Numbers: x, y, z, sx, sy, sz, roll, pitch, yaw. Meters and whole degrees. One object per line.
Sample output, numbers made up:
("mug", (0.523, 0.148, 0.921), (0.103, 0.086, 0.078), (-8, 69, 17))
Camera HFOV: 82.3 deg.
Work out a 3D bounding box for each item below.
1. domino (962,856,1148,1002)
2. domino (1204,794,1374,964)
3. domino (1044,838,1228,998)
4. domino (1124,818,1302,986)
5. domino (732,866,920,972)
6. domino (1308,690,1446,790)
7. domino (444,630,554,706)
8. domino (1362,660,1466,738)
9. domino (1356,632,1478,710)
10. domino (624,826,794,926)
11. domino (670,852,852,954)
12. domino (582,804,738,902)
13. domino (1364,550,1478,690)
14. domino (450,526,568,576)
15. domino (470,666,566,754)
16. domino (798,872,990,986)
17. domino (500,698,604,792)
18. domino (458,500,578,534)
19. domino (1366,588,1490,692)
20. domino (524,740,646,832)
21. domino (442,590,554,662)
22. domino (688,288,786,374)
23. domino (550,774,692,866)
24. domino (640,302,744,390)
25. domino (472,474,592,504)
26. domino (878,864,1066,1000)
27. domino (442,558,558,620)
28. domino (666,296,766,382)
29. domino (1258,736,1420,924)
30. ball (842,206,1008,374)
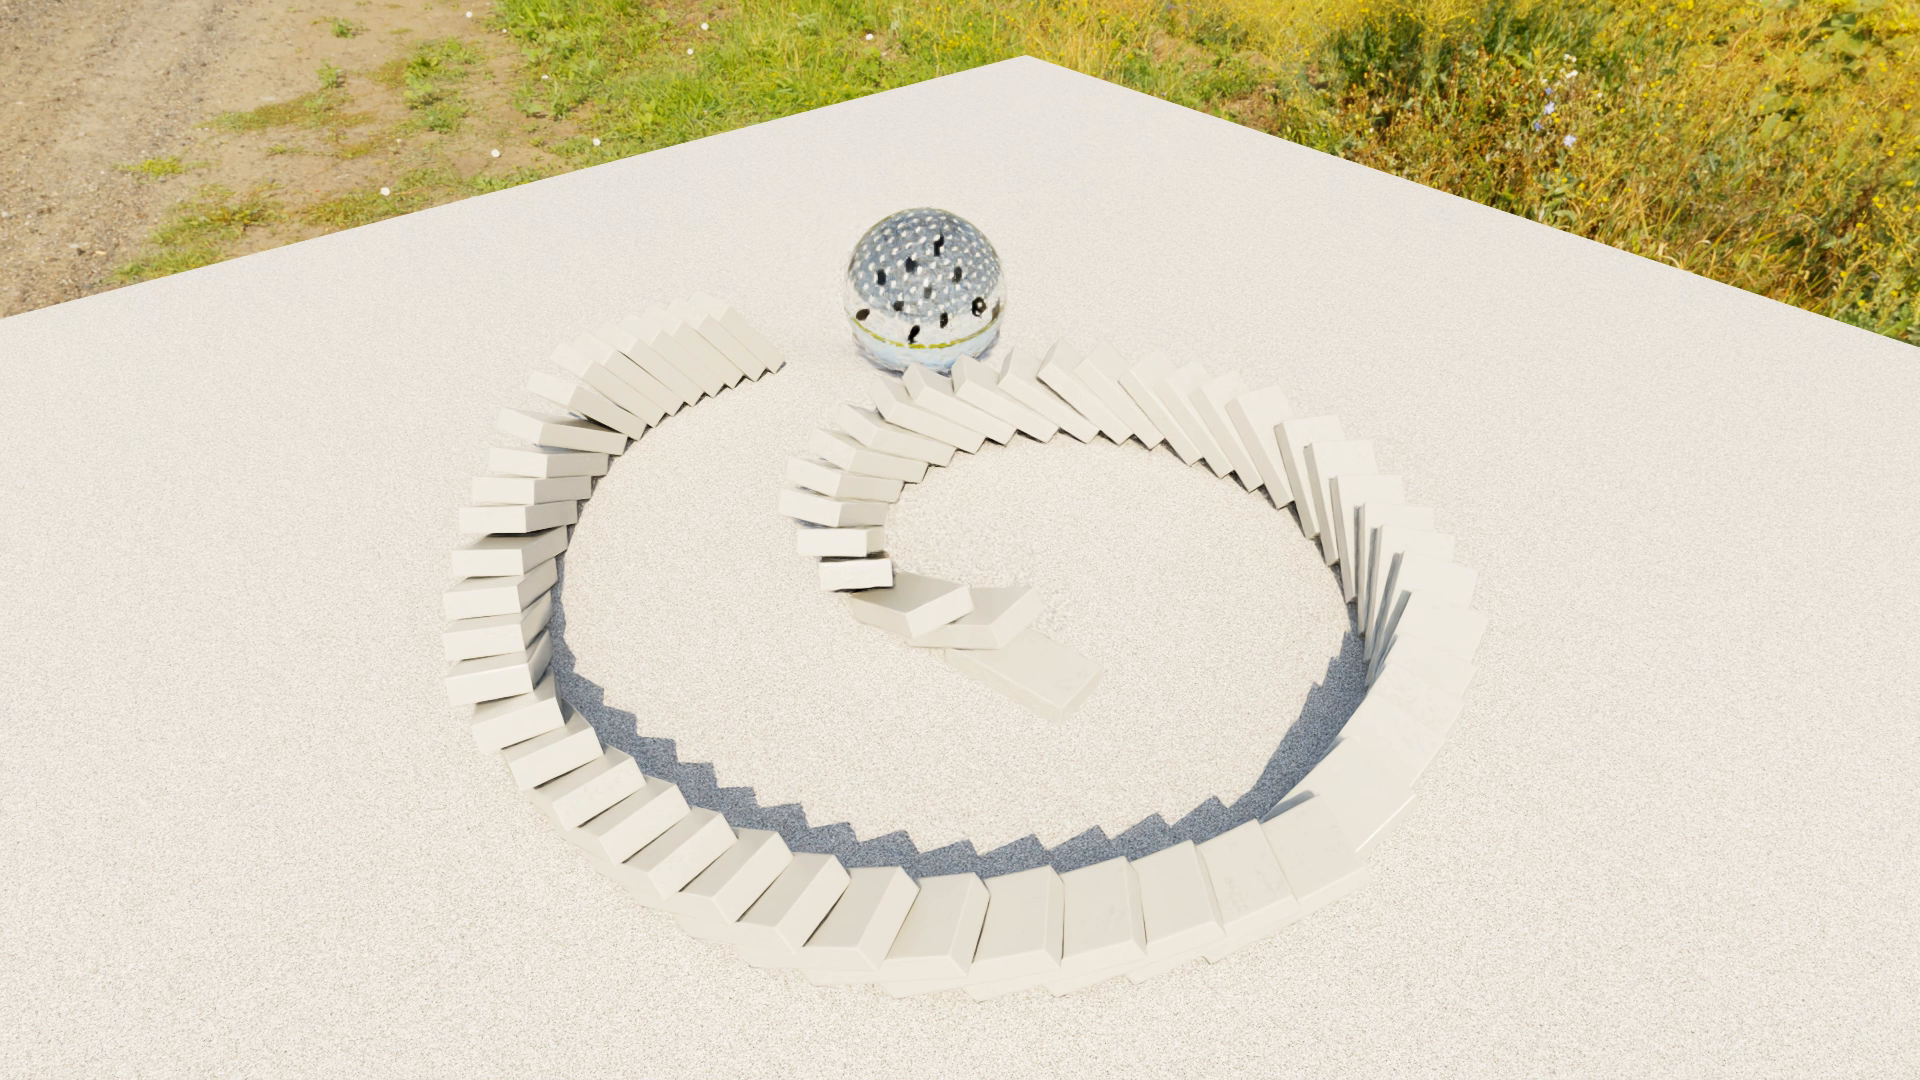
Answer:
("domino", (0.024, 0.105, 0.297), (0.050, 0.009, 0.025), (-23, 36, 19))
("domino", (0.086, 0.095, 0.309), (0.050, 0.009, 0.025), (-31, 41, 8))
("domino", (0.045, 0.103, 0.300), (0.050, 0.010, 0.025), (-26, 37, 15))
("domino", (0.065, 0.100, 0.304), (0.050, 0.009, 0.025), (-28, 40, 10))
("domino", (-0.037, 0.102, 0.297), (0.050, 0.009, 0.025), (-16, 29, 39))
("domino", (0.121, 0.073, 0.332), (0.025, 0.010, 0.050), (36, 84, 31))
("domino", (-0.155, 0.043, 0.373), (0.025, 0.010, 0.050), (-10, 10, -12))
("domino", (0.132, 0.066, 0.342), (0.025, 0.009, 0.050), (32, 82, 31))
("domino", (0.142, 0.057, 0.353), (0.025, 0.009, 0.050), (28, 80, 30))
("domino", (-0.072, 0.093, 0.309), (0.050, 0.009, 0.025), (-11, 24, 46))
("domino", (-0.055, 0.098, 0.303), (0.050, 0.010, 0.025), (-12, 26, 43))
("domino", (-0.087, 0.087, 0.316), (0.025, 0.009, 0.050), (-37, 18, -35))
("domino", (0.160, 0.031, 0.382), (0.025, 0.010, 0.050), (17, 77, 11))
("domino", (-0.171, 0.004, 0.421), (0.025, 0.009, 0.050), (-1, 11, -1))
("domino", (-0.143, 0.054, 0.357), (0.025, 0.009, 0.050), (-19, 12, -19))
("domino", (-0.018, 0.105, 0.297), (0.050, 0.010, 0.025), (-16, 31, 29))
("domino", (-0.131, 0.064, 0.346), (0.025, 0.009, 0.050), (-23, 13, -26))
("domino", (-0.173, -0.010, 0.434), (0.025, 0.009, 0.050), (-1, 5, 2))
("domino", (0.154, 0.044, 0.368), (0.025, 0.010, 0.050), (25, 78, 20))
("domino", (-0.116, 0.073, 0.334), (0.025, 0.010, 0.050), (-29, 14, -30))
("domino", (-0.162, 0.030, 0.390), (0.025, 0.009, 0.050), (-7, 12, -8))
("domino", (-0.109, -0.102, 0.539), (0.025, 0.050, 0.009), (30, 83, 32))
("domino", (-0.102, 0.080, 0.325), (0.025, 0.010, 0.050), (-34, 16, -33))
("domino", (-0.128, -0.093, 0.527), (0.025, 0.050, 0.010), (30, 83, 31))
("domino", (-0.173, -0.021, 0.448), (0.025, 0.010, 0.050), (4, 5, 6))
("domino", (0.003, 0.106, 0.296), (0.050, 0.009, 0.025), (-20, 34, 23))
("domino", (-0.168, 0.017, 0.404), (0.025, 0.010, 0.050), (-6, 11, -5))
("domino", (-0.118, -0.097, 0.532), (0.025, 0.050, 0.009), (30, 83, 32))
("domino", (0.106, 0.084, 0.321), (0.050, 0.010, 0.025), (-44, 51, -1))
("ball", (-0.017, -0.120, 0.535), (0.080, 0.080, 0.080), (0, 39, 0))
